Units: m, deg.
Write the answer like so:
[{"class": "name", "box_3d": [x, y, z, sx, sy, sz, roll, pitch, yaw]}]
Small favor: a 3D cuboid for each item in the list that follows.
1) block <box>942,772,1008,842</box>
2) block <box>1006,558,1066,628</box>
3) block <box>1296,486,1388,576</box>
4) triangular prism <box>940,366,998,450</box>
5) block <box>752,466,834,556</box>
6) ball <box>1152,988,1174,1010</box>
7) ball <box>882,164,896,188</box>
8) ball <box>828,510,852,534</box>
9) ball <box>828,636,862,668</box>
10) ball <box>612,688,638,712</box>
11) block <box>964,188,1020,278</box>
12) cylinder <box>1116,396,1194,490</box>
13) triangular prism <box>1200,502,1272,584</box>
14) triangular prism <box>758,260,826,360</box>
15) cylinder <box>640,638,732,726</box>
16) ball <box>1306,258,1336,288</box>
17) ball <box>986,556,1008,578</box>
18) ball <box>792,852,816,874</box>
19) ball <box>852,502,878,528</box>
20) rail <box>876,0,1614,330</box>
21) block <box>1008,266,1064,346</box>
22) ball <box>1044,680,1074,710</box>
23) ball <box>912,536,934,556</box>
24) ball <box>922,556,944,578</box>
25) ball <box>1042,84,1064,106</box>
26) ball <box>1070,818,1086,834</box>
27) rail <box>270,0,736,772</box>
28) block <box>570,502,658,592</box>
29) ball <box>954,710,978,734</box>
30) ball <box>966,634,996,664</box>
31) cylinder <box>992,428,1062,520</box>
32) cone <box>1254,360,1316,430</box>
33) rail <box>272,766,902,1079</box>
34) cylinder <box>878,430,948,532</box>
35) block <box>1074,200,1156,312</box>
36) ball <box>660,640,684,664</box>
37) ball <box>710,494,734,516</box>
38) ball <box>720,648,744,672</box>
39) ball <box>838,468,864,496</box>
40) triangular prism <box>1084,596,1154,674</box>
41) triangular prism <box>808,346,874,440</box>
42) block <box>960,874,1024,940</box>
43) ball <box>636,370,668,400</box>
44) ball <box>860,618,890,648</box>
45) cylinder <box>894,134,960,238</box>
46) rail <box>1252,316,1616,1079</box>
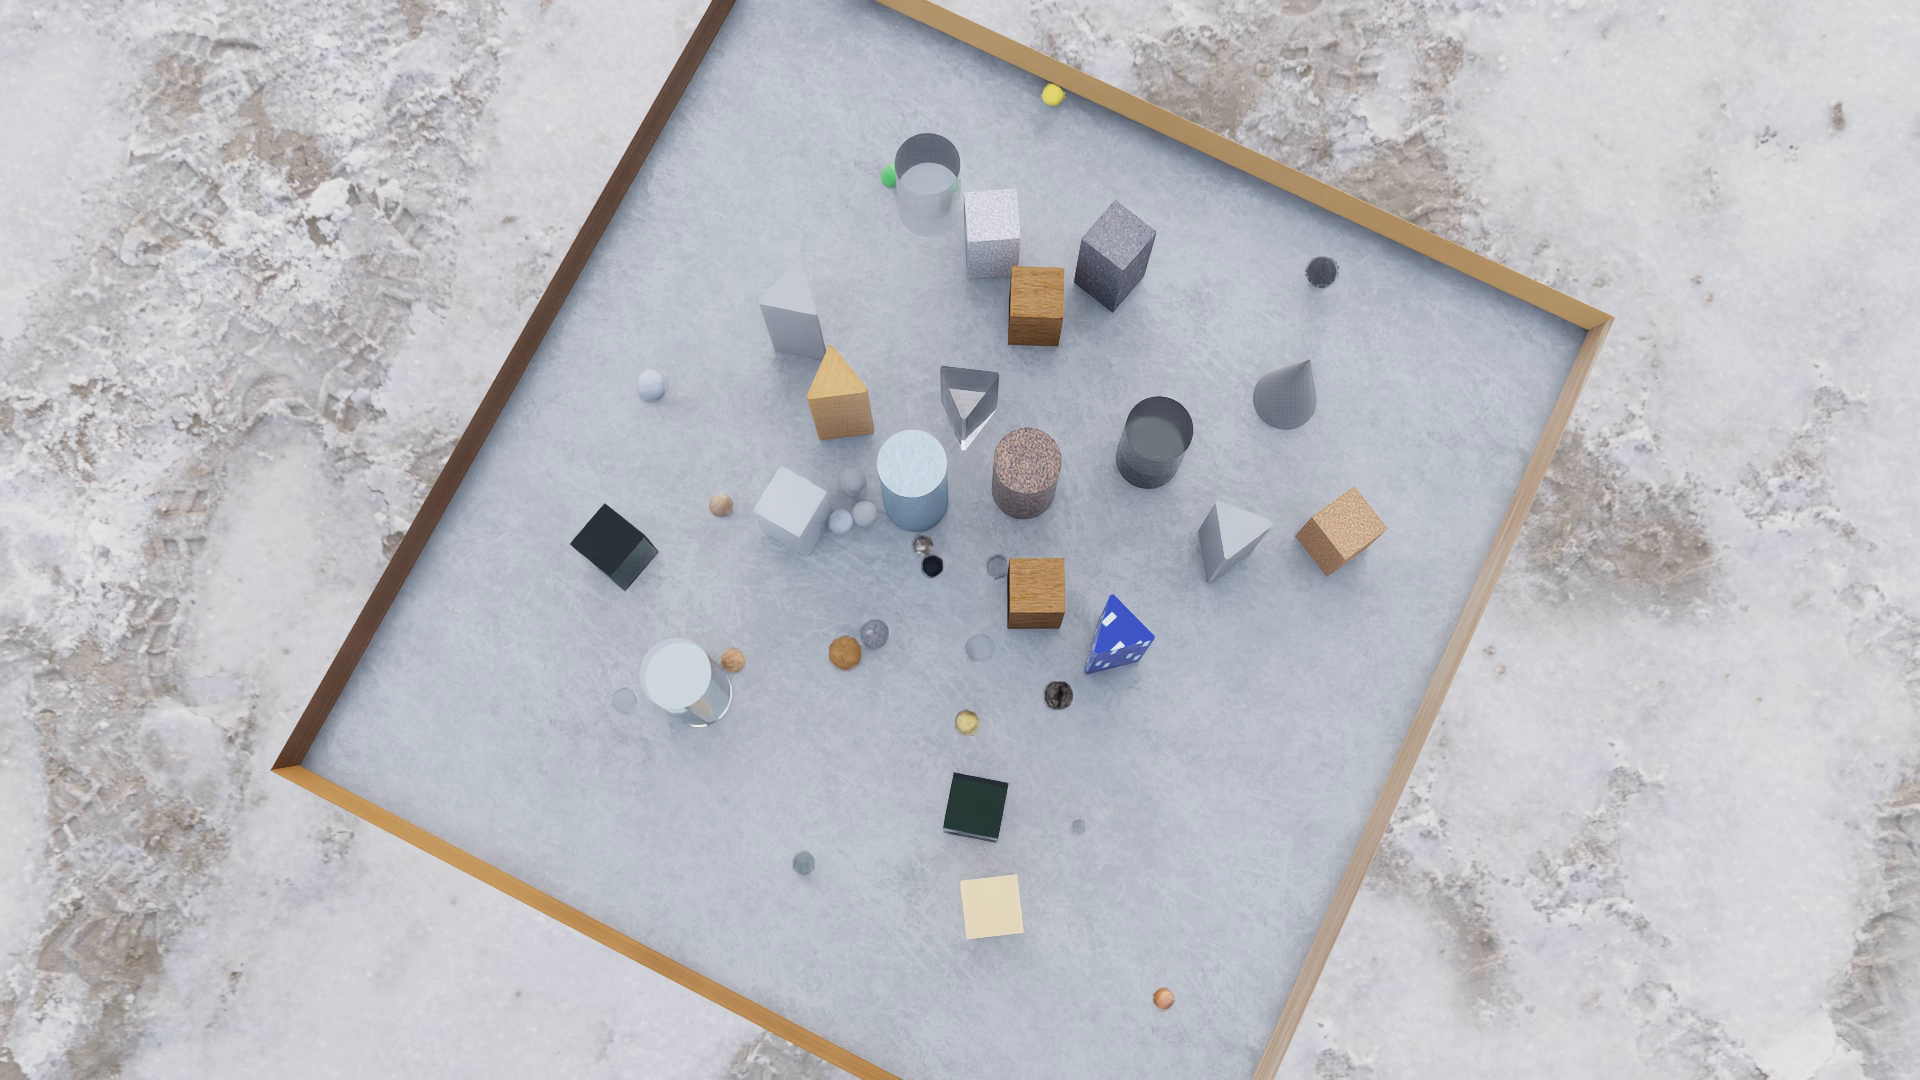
[{"class": "block", "box_3d": [0.045, 0.777, 5.303, 0.158, 0.299, 0.158, 11, 79, 2]}, {"class": "block", "box_3d": [0.223, 0.161, 5.428, 0.158, 0.303, 0.158, 0, 78, 0]}, {"class": "block", "box_3d": [1.138, -0.023, 5.482, 0.158, 0.272, 0.158, -35, 80, -7]}, {"class": "triangular prism", "box_3d": [0.003, -0.425, 5.519, 0.149, 0.364, 0.172, 36, 81, 7]}, {"class": "block", "box_3d": [-0.496, -0.084, 5.487, 0.158, 0.289, 0.158, 29, 80, 6]}, {"class": "ball", "box_3d": [0.590, 1.328, 5.310, 0.062, 0.062, 0.062, 0, 78, 0]}, {"class": "ball", "box_3d": [-0.214, -1.157, 5.820, 0.072, 0.072, 0.072, 0, 78, 0]}, {"class": "ball", "box_3d": [-0.365, -0.055, 5.589, 0.076, 0.076, 0.076, 0, 78, 0]}, {"class": "ball", "box_3d": [-0.344, 0.337, 5.496, 0.099, 0.099, 0.099, 0, 78, 0]}, {"class": "ball", "box_3d": [-1.002, 0.479, 5.479, 0.075, 0.075, 0.075, 0, 78, 0]}, {"class": "block", "box_3d": [0.097, -0.941, 5.648, 0.158, 0.321, 0.158, -4, 78, -1]}, {"class": "cylinder", "box_3d": [0.581, -0.289, 5.501, 0.198, 0.343, 0.198, 0, 78, 0]}, {"class": "triangular prism", "box_3d": [0.780, -0.015, 5.423, 0.172, 0.385, 0.149, -37, 81, -7]}, {"class": "triangular prism", "box_3d": [-0.483, -0.696, 5.532, 0.172, 0.447, 0.149, 12, 79, 2]}, {"class": "cylinder", "box_3d": [-0.785, 0.416, 5.289, 0.198, 0.474, 0.198, 0, 78, 0]}, {"class": "ball", "box_3d": [1.134, -0.837, 5.742, 0.093, 0.093, 0.093, 0, 78, 0]}, {"class": "ball", "box_3d": [0.113, 0.083, 5.564, 0.069, 0.069, 0.069, 0, 78, 0]}, {"class": "ball", "box_3d": [-0.458, 0.950, 5.385, 0.068, 0.068, 0.068, 0, 78, 0]}, {"class": "ball", "box_3d": [-0.290, -0.079, 5.592, 0.080, 0.080, 0.080, 0, 78, 0]}, {"class": "rail", "box_3d": [0.669, -1.304, 5.820, 2.982, 0.129, 0.045, 26, 80, 5]}, {"class": "block", "box_3d": [0.232, -0.715, 5.623, 0.158, 0.276, 0.158, 2, 78, 0]}, {"class": "ball", "box_3d": [0.295, 0.464, 5.476, 0.087, 0.087, 0.087, 0, 78, 0]}, {"class": "ball", "box_3d": [-0.112, 0.019, 5.580, 0.064, 0.064, 0.064, 0, 78, 0]}, {"class": "ball", "box_3d": [-0.082, 0.079, 5.566, 0.066, 0.066, 0.066, 0, 78, 0]}, {"class": "ball", "box_3d": [0.297, -1.427, 5.875, 0.072, 0.072, 0.072, 0, 78, 0]}, {"class": "ball", "box_3d": [0.347, 0.846, 5.418, 0.046, 0.046, 0.046, 0, 78, 0]}, {"class": "rail", "box_3d": [-1.312, -0.636, 5.681, 0.045, 0.129, 3.040, 26, 80, 5]}, {"class": "block", "box_3d": [-1.032, 0.024, 5.487, 0.158, 0.243, 0.158, 38, 81, 7]}, {"class": "ball", "box_3d": [0.020, 0.544, 5.467, 0.072, 0.072, 0.072, 0, 78, 0]}, {"class": "ball", "box_3d": [0.061, 0.327, 5.503, 0.090, 0.090, 0.090, 0, 78, 0]}, {"class": "cylinder", "box_3d": [0.196, -0.195, 5.479, 0.198, 0.348, 0.198, 0, 78, 0]}, {"class": "cone", "box_3d": [1.012, -0.481, 5.504, 0.198, 0.415, 0.198, 0, 78, 0]}, {"class": "rail", "box_3d": [-0.669, 1.317, 5.277, 2.982, 0.129, 0.045, 26, 80, 5]}, {"class": "cylinder", "box_3d": [-0.136, -0.169, 5.411, 0.198, 0.471, 0.198, 0, 78, 0]}, {"class": "block", "box_3d": [0.470, -0.862, 5.600, 0.158, 0.382, 0.158, 39, 81, 7]}, {"class": "ball", "box_3d": [-0.864, 0.339, 5.510, 0.072, 0.072, 0.072, 0, 78, 0]}, {"class": "ball", "box_3d": [-0.729, -0.107, 5.602, 0.071, 0.071, 0.071, 0, 78, 0]}, {"class": "ball", "box_3d": [-0.683, 0.361, 5.506, 0.071, 0.071, 0.071, 0, 78, 0]}, {"class": "ball", "box_3d": [-0.333, -0.177, 5.611, 0.082, 0.082, 0.082, 0, 78, 0]}, {"class": "triangular prism", "box_3d": [0.442, 0.268, 5.334, 0.172, 0.445, 0.149, -13, 79, -3]}, {"class": "triangular prism", "box_3d": [-0.362, -0.442, 5.474, 0.172, 0.458, 0.149, -8, 78, -2]}, {"class": "block", "box_3d": [0.087, 1.044, 5.212, 0.158, 0.369, 0.158, -6, 78, -1]}, {"class": "ball", "box_3d": [-0.954, -0.479, 5.667, 0.095, 0.095, 0.095, 0, 78, 0]}, {"class": "ball", "box_3d": [-0.256, 0.281, 5.514, 0.088, 0.088, 0.088, 0, 78, 0]}, {"class": "cylinder", "box_3d": [-0.097, -1.092, 5.664, 0.198, 0.350, 0.198, 0, 78, 0]}, {"class": "rail", "box_3d": [1.312, 0.649, 5.415, 0.045, 0.129, 3.040, 26, 80, 5]}]
